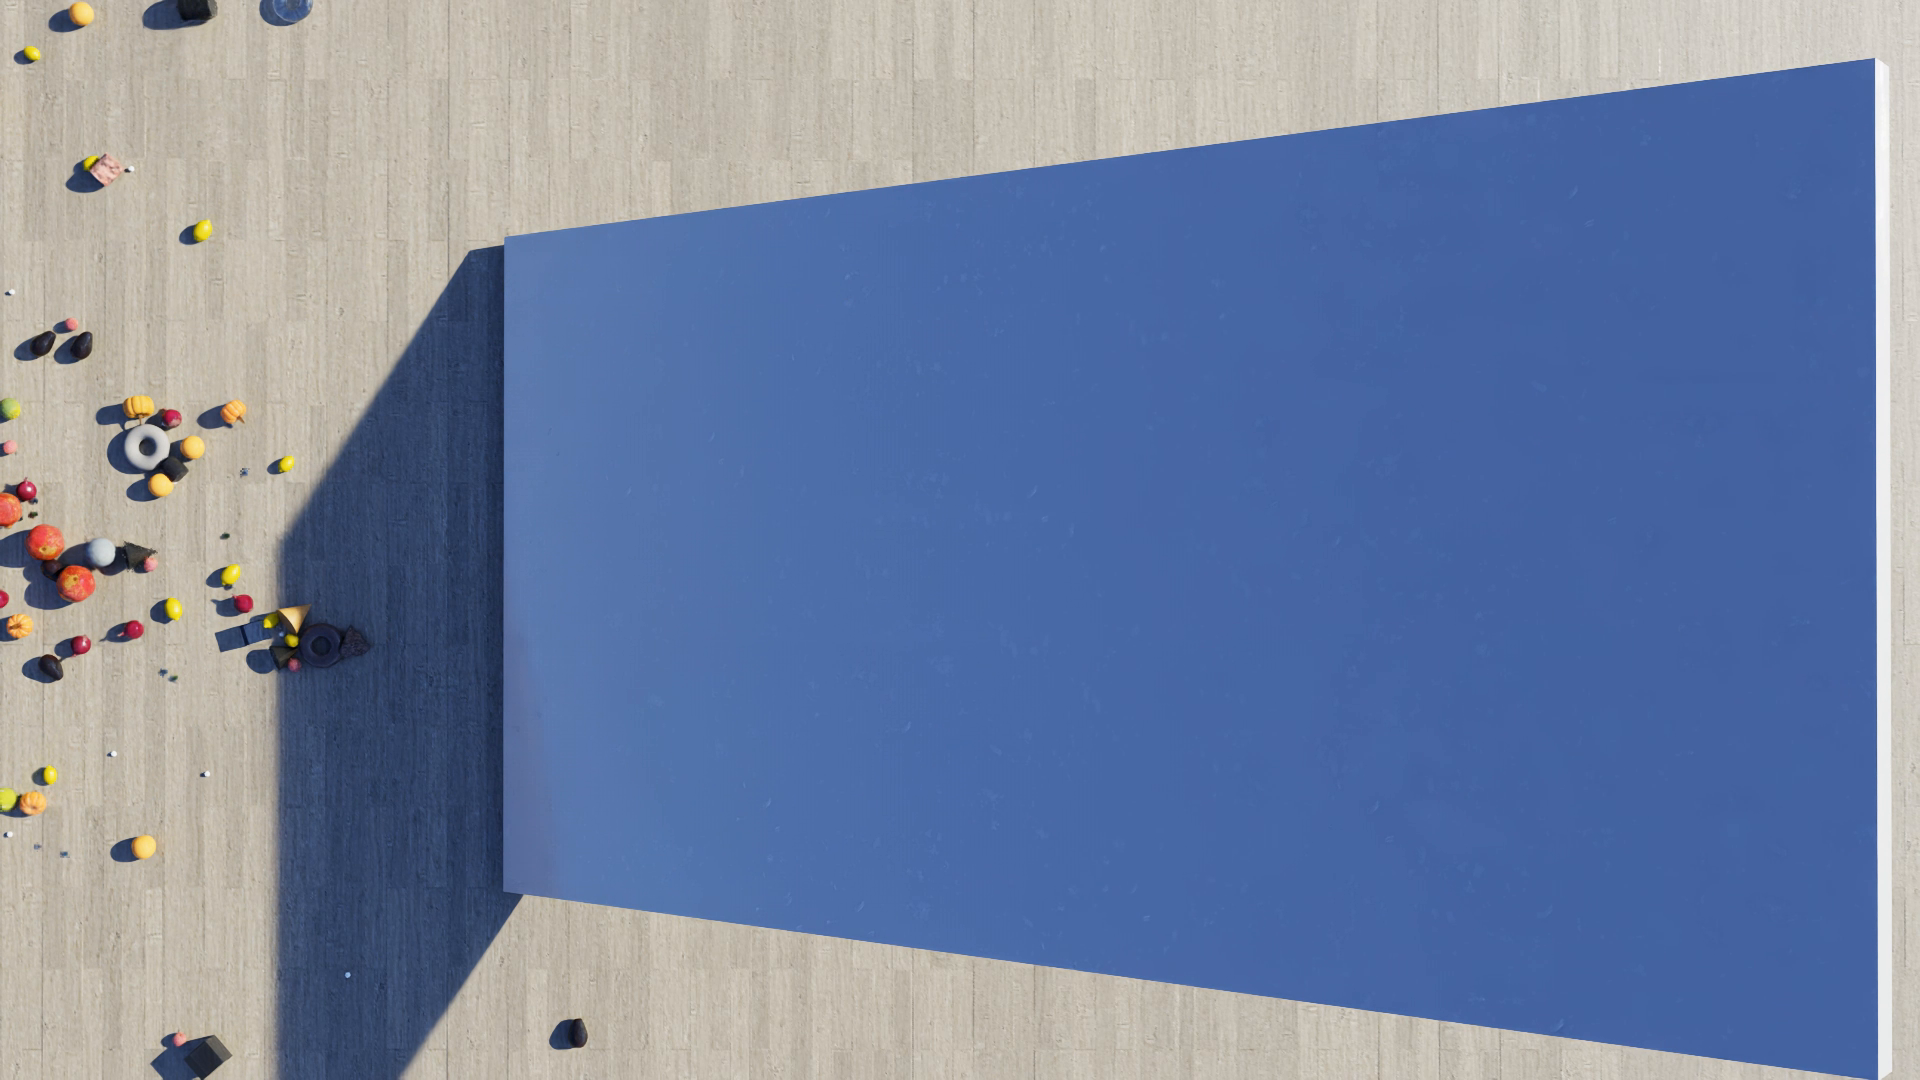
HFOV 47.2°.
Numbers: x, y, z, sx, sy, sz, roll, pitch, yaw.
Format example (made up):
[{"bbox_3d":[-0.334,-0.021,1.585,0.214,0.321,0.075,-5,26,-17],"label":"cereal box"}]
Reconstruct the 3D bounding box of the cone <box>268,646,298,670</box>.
[{"bbox_3d":[-2.073,0.348,6.776,0.082,0.082,0.082,-24,90,-27],"label":"cone"}]

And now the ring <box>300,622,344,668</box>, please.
[{"bbox_3d":[-1.964,0.325,6.771,0.141,0.047,0.141,0,92,-1],"label":"ring"}]

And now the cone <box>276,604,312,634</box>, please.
[{"bbox_3d":[-2.035,0.224,6.774,0.098,0.098,0.098,-41,90,-27],"label":"cone"}]

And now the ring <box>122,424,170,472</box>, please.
[{"bbox_3d":[-2.508,-0.285,6.775,0.146,0.049,0.146,0,91,-1],"label":"ring"}]

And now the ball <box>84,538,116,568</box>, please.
[{"bbox_3d":[-2.639,0.038,6.752,0.091,0.091,0.091,0,90,0],"label":"ball"}]

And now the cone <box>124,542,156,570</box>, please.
[{"bbox_3d":[-2.521,0.042,6.776,0.093,0.093,0.093,-10,90,-27],"label":"cone"}]

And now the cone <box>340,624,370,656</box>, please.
[{"bbox_3d":[-1.872,0.298,6.775,0.092,0.092,0.092,-17,62,0],"label":"cone"}]

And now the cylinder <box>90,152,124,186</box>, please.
[{"bbox_3d":[-2.626,-1.141,6.769,0.072,0.072,0.072,-44,90,0],"label":"cylinder"}]

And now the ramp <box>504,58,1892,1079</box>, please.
[{"bbox_3d":[0.230,0.065,5.548,4.000,0.100,2.000,0,89,37],"label":"ramp"}]

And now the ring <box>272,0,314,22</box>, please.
[{"bbox_3d":[-2.059,-1.661,6.789,0.124,0.041,0.124,0,88,-1],"label":"ring"}]

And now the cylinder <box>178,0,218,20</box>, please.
[{"bbox_3d":[-2.346,-1.648,6.763,0.091,0.091,0.091,-6,90,0],"label":"cylinder"}]

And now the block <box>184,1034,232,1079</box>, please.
[{"bbox_3d":[-2.305,1.587,6.743,0.087,0.087,0.087,-41,90,0],"label":"block"}]

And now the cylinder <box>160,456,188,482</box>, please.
[{"bbox_3d":[-2.418,-0.219,6.769,0.060,0.060,0.060,-43,90,0],"label":"cylinder"}]

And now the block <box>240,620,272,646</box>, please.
[{"bbox_3d":[-2.167,0.284,6.764,0.063,0.063,0.063,-17,90,0],"label":"block"}]
